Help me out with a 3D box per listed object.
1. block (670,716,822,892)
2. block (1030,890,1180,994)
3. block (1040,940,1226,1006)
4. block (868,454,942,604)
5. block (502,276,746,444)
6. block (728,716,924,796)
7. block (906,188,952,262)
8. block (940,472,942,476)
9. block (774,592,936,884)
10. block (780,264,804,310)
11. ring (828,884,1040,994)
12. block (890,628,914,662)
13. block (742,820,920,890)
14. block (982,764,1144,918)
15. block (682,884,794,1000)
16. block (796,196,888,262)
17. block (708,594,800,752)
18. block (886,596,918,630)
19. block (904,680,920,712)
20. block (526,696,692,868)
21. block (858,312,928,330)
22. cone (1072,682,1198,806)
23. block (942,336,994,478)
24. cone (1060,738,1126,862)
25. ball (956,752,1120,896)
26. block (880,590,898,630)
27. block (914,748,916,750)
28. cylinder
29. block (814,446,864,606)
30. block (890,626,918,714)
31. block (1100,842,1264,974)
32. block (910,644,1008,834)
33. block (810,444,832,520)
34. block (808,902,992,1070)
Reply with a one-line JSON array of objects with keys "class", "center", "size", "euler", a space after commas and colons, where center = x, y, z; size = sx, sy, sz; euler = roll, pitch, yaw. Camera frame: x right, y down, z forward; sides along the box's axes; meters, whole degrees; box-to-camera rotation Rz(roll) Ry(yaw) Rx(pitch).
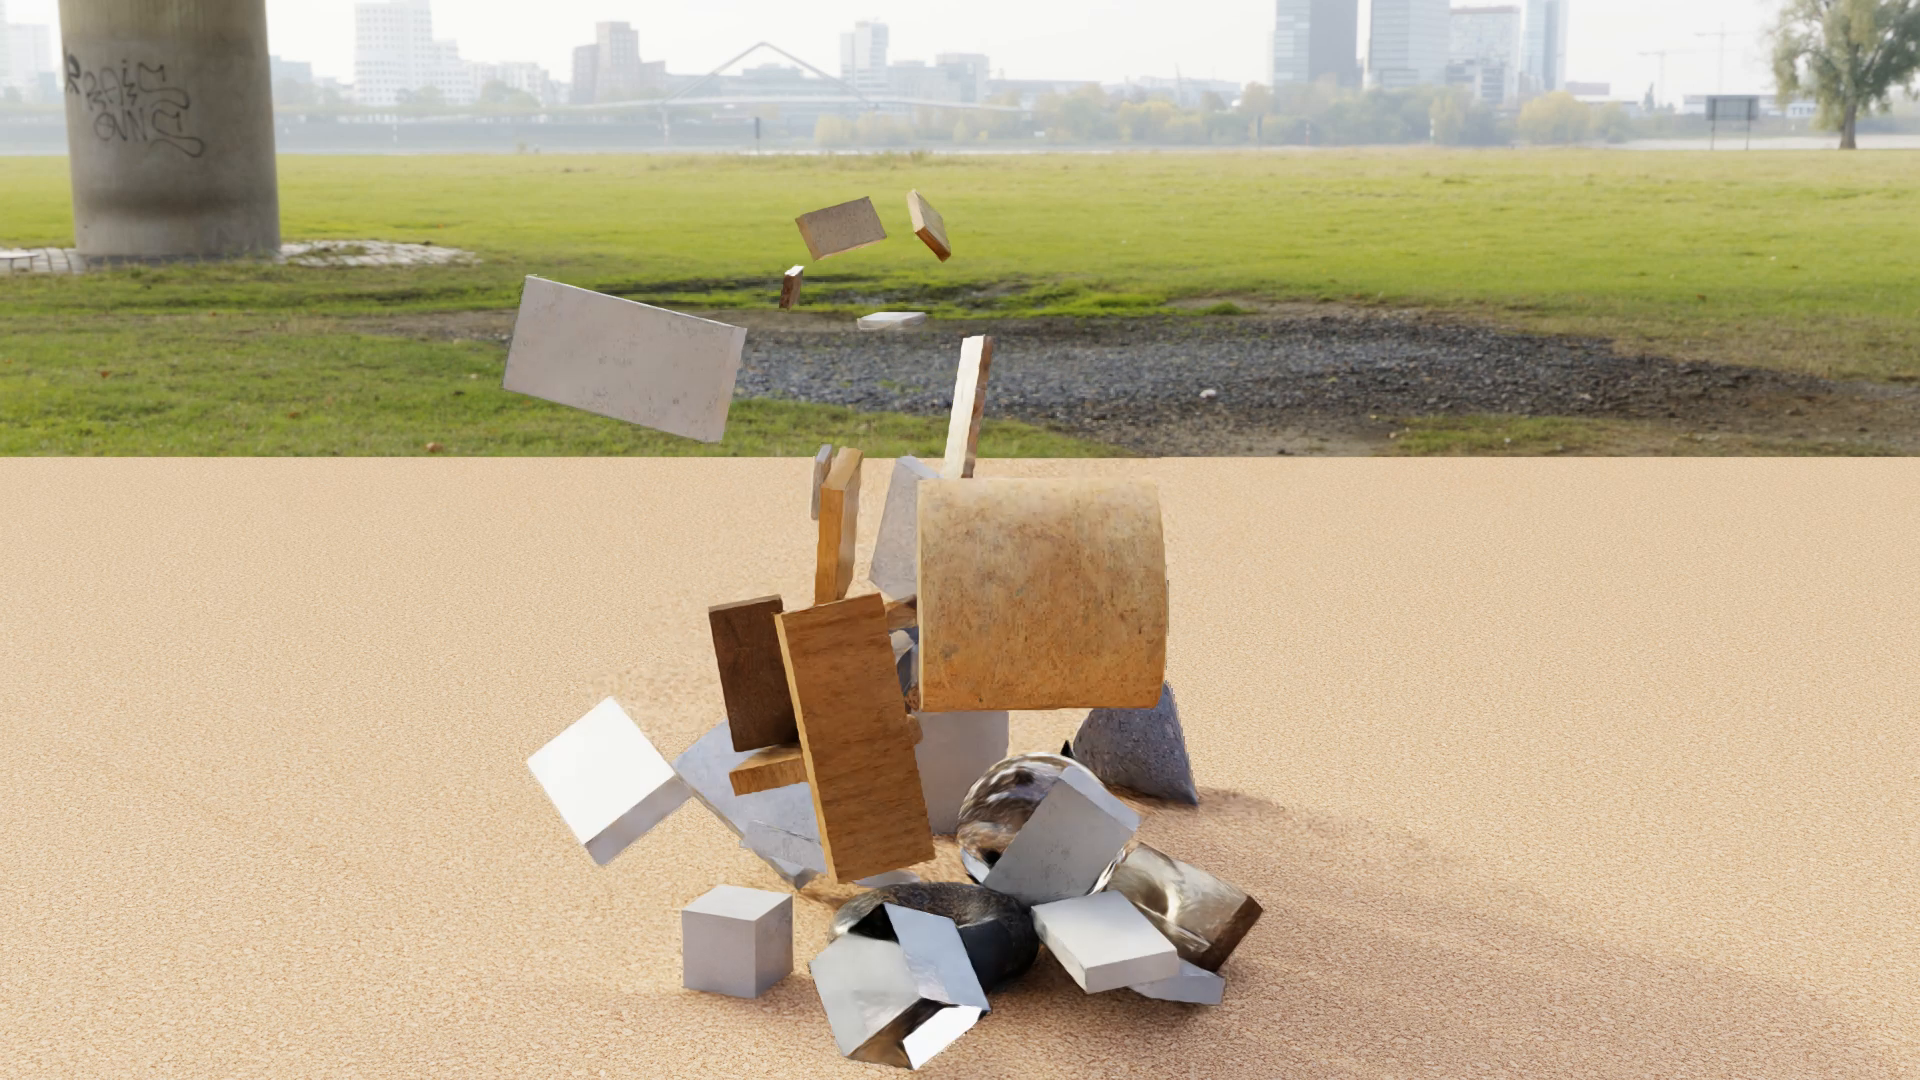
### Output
[{"class": "block", "center": [-0.328, 0.439, 3.774], "size": [0.166, 0.047, 0.332], "euler": [-39, 56, -21]}, {"class": "block", "center": [0.206, 0.576, 3.169], "size": [0.135, 0.038, 0.271], "euler": [-9, 11, -12]}, {"class": "block", "center": [0.253, 0.624, 3.261], "size": [0.135, 0.038, 0.271], "euler": [14, 0, -34]}, {"class": "block", "center": [-0.081, -0.008, 3.771], "size": [0.035, 0.247, 0.123], "euler": [-18, 43, -43]}, {"class": "block", "center": [-0.426, -0.229, 2.778], "size": [0.293, 0.147, 0.042], "euler": [15, 6, 16]}, {"class": "block", "center": [-0.219, 0.353, 3.600], "size": [0.288, 0.041, 0.144], "euler": [-14, 6, 20]}, {"class": "block", "center": [-0.054, -0.537, 3.743], "size": [0.021, 0.073, 0.147], "euler": [-37, 32, 16]}, {"class": "block", "center": [-0.028, -0.072, 3.844], "size": [0.061, 0.017, 0.121], "euler": [32, 34, 0]}, {"class": "block", "center": [-0.146, 0.276, 3.073], "size": [0.147, 0.382, 0.042], "euler": [-12, 2, -19]}, {"class": "block", "center": [-0.263, -0.396, 3.440], "size": [0.015, 0.053, 0.106], "euler": [12, 15, 1]}, {"class": "ring", "center": [-0.040, 0.602, 3.314], "size": [0.321, 0.107, 0.321], "euler": [1, 9, 0]}, {"class": "block", "center": [-0.171, 0.231, 3.591], "size": [0.107, 0.030, 0.213], "euler": [-21, -21, -49]}, {"class": "block", "center": [-0.208, 0.520, 3.572], "size": [0.288, 0.041, 0.144], "euler": [18, -7, -1]}, {"class": "block", "center": [0.152, 0.472, 3.333], "size": [0.135, 0.271, 0.038], "euler": [36, 38, 5]}, {"class": "block", "center": [-0.331, 0.599, 3.288], "size": [0.121, 0.121, 0.121], "euler": [4, 11, 23]}, {"class": "block", "center": [-0.190, -0.499, 3.527], "size": [0.147, 0.073, 0.021], "euler": [-23, -2, -41]}, {"class": "block", "center": [-0.337, 0.222, 3.663], "size": [0.123, 0.247, 0.035], "euler": [-10, 14, -5]}, {"class": "block", "center": [-0.008, 0.086, 3.487], "size": [0.213, 0.030, 0.107], "euler": [-28, -13, 34]}, {"class": "block", "center": [0.004, 0.181, 3.516], "size": [0.030, 0.213, 0.107], "euler": [45, 24, 0]}, {"class": "block", "center": [-0.474, 0.318, 2.942], "size": [0.147, 0.042, 0.293], "euler": [-38, 29, -11]}, {"class": "block", "center": [-0.108, -0.350, 3.505], "size": [0.053, 0.015, 0.106], "euler": [-22, 20, -39]}, {"class": "cone", "center": [0.381, 0.433, 4.189], "size": [0.242, 0.242, 0.242], "euler": [-8, 38, -36]}, {"class": "block", "center": [0.011, -0.210, 3.747], "size": [0.021, 0.274, 0.073], "euler": [11, -5, -28]}, {"class": "cone", "center": [0.187, 0.449, 3.859], "size": [0.208, 0.208, 0.208], "euler": [0, 11, 0]}, {"class": "ball", "center": [0.128, 0.474, 3.543], "size": [0.266, 0.266, 0.266], "euler": [0, 11, 0]}, {"class": "block", "center": [-0.160, 0.133, 3.884], "size": [0.166, 0.047, 0.332], "euler": [-8, 6, 42]}, {"class": "block", "center": [-0.265, 0.387, 3.878], "size": [0.332, 0.166, 0.047], "euler": [15, -24, 20]}, {"class": "cylinder", "center": [0.092, 0.065, 2.686], "size": [0.283, 0.283, 0.283], "euler": [-1, 11, -2]}, {"class": "block", "center": [-0.193, -0.010, 3.470], "size": [0.035, 0.247, 0.123], "euler": [11, 35, 7]}, {"class": "block", "center": [-0.039, 0.188, 4.307], "size": [0.173, 0.049, 0.346], "euler": [22, 57, 20]}, {"class": "block", "center": [0.328, 0.574, 3.404], "size": [0.144, 0.041, 0.288], "euler": [-49, 29, -14]}, {"class": "block", "center": [0.000, 0.359, 3.958], "size": [0.173, 0.346, 0.049], "euler": [0, 14, 0]}, {"class": "block", "center": [-0.213, -0.089, 3.387], "size": [0.015, 0.106, 0.053], "euler": [11, 34, 7]}, {"class": "block", "center": [-0.082, 0.598, 2.941], "size": [0.147, 0.147, 0.147], "euler": [24, 31, -47]}]
